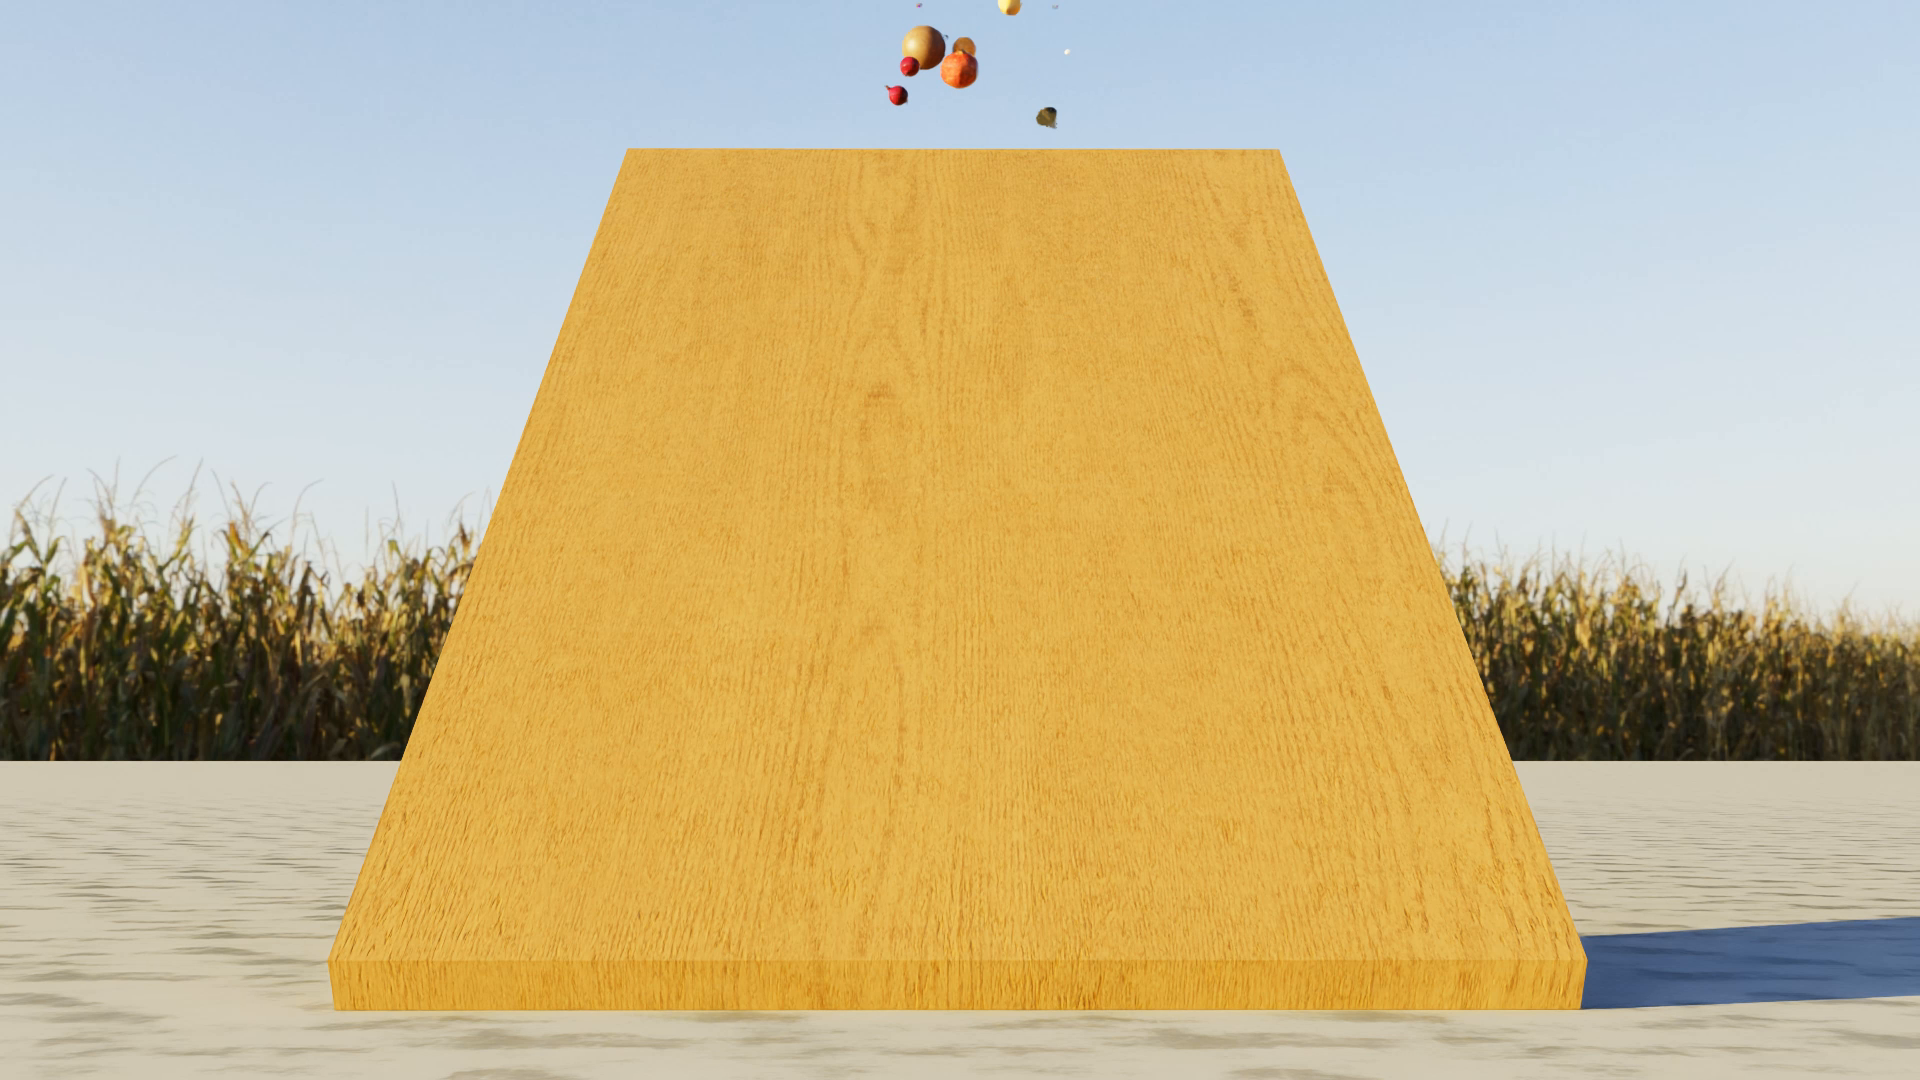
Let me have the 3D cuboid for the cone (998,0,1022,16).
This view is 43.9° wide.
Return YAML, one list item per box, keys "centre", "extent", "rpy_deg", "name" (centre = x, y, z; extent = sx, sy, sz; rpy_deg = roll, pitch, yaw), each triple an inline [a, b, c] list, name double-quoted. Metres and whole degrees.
- centre: [0.147, -1.638, 7.329]
  extent: [0.072, 0.072, 0.072]
  rpy_deg: [-1, 27, 14]
  name: "cone"

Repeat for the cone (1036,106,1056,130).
- centre: [0.274, -1.251, 7.148]
  extent: [0.067, 0.067, 0.067]
  rpy_deg: [-3, -28, 28]
  name: "cone"

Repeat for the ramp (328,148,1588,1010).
- centre: [-0.011, -0.223, 5.575]
  extent: [2.000, 0.100, 4.000]
  rpy_deg: [0, 28, 0]
  name: "ramp"
